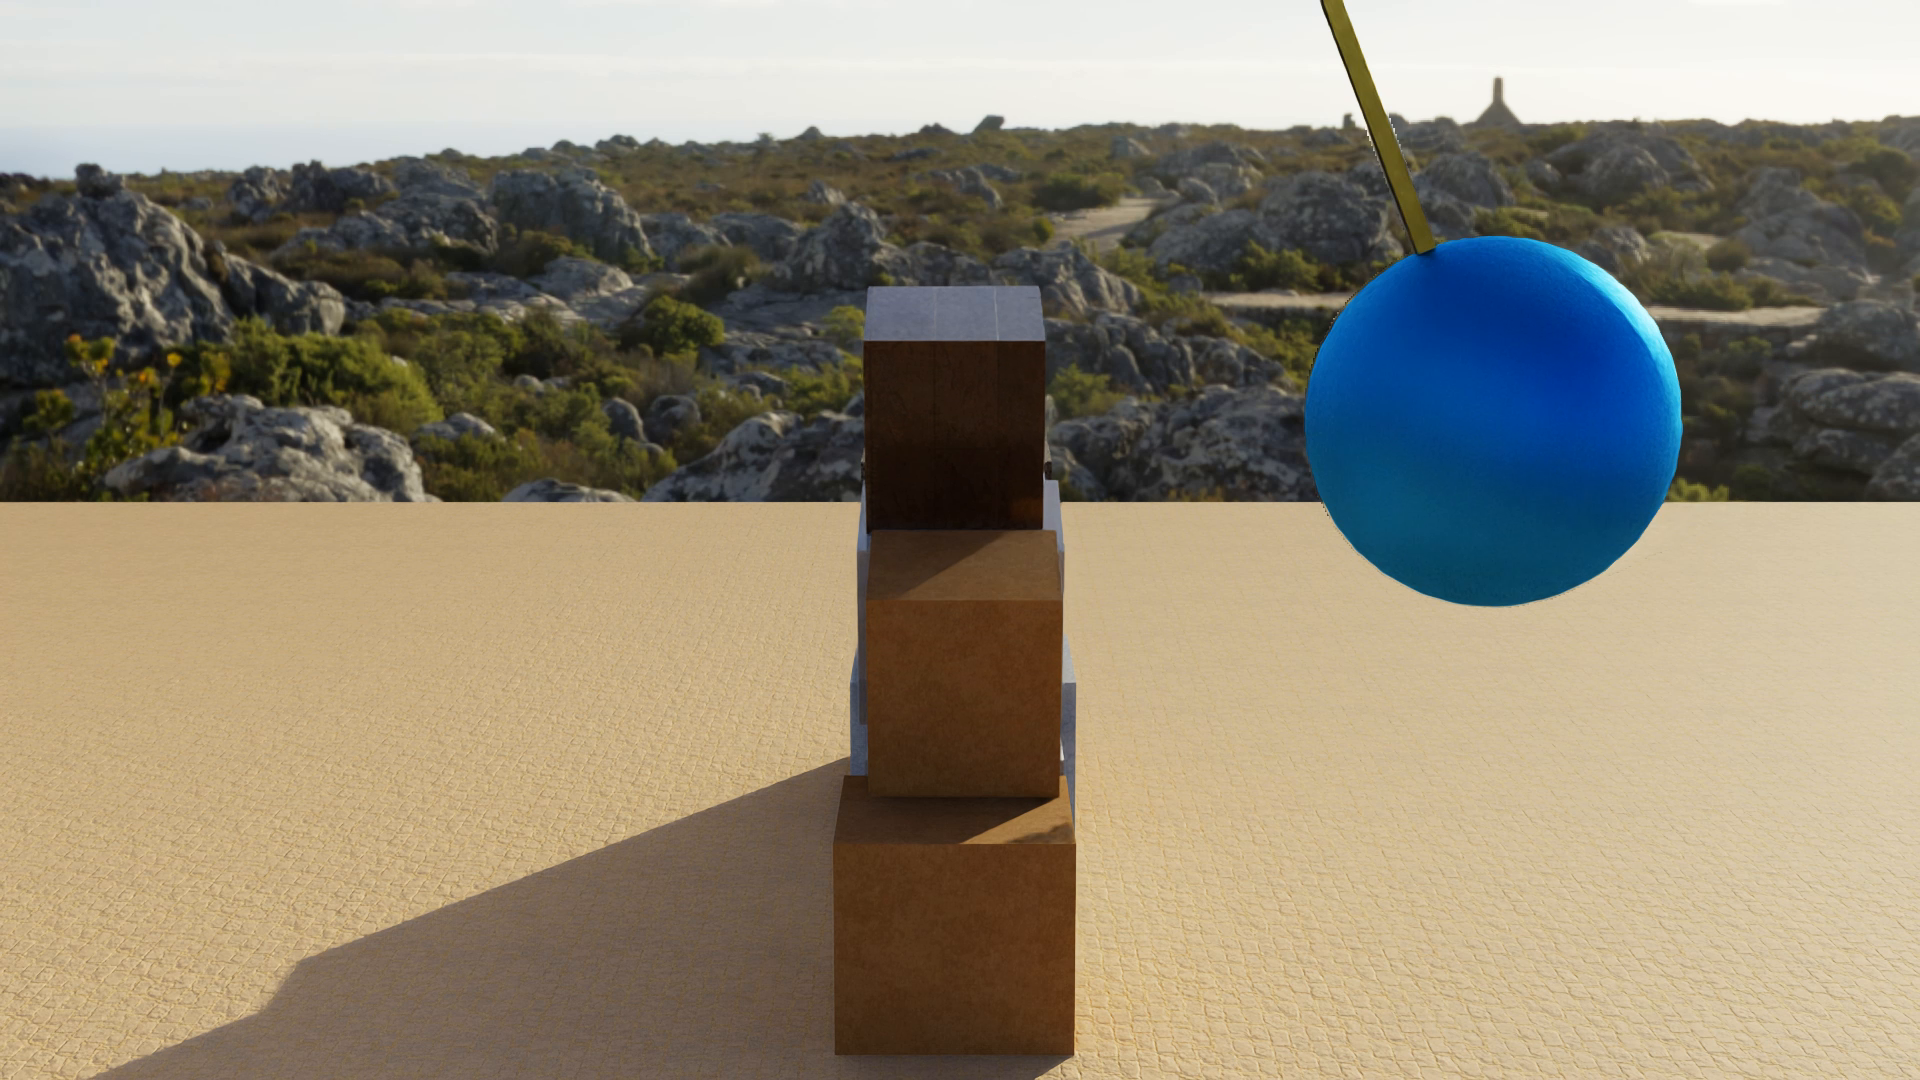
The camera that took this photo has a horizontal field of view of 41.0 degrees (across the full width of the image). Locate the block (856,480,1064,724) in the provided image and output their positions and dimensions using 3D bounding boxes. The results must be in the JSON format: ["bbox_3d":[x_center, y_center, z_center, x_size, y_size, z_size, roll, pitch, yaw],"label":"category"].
[{"bbox_3d":[0.002,0.250,10.654,0.824,0.770,0.766,0,23,0],"label":"block"}]

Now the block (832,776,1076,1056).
[{"bbox_3d":[-0.019,1.394,9.675,0.869,0.795,0.910,0,10,0],"label":"block"}]

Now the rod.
[{"bbox_3d":[0.994,-3.601,10.526,0.080,5.200,0.080,-22,10,4],"label":"rod"}]

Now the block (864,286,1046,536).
[{"bbox_3d":[-0.023,-0.536,10.469,0.710,0.821,0.719,0,23,0],"label":"block"}]

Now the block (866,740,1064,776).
[{"bbox_3d":[0.018,1.211,10.514,0.779,0.855,0.788,0,10,0],"label":"block"}]

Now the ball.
[{"bbox_3d":[2.295,-0.510,11.088,1.600,1.600,1.600,0,10,0],"label":"ball"}]

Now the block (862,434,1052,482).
[{"bbox_3d":[-0.016,-0.042,12.364,0.883,0.817,0.823,0,11,0],"label":"block"}]

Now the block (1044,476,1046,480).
[{"bbox_3d":[-0.009,0.060,11.531,0.754,0.808,0.843,0,10,0],"label":"block"}]

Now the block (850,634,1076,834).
[{"bbox_3d":[0.013,0.996,11.362,0.955,0.975,0.938,0,10,0],"label":"block"}]

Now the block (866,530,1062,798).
[{"bbox_3d":[0.015,0.469,9.933,0.725,0.811,0.717,0,21,0],"label":"block"}]
